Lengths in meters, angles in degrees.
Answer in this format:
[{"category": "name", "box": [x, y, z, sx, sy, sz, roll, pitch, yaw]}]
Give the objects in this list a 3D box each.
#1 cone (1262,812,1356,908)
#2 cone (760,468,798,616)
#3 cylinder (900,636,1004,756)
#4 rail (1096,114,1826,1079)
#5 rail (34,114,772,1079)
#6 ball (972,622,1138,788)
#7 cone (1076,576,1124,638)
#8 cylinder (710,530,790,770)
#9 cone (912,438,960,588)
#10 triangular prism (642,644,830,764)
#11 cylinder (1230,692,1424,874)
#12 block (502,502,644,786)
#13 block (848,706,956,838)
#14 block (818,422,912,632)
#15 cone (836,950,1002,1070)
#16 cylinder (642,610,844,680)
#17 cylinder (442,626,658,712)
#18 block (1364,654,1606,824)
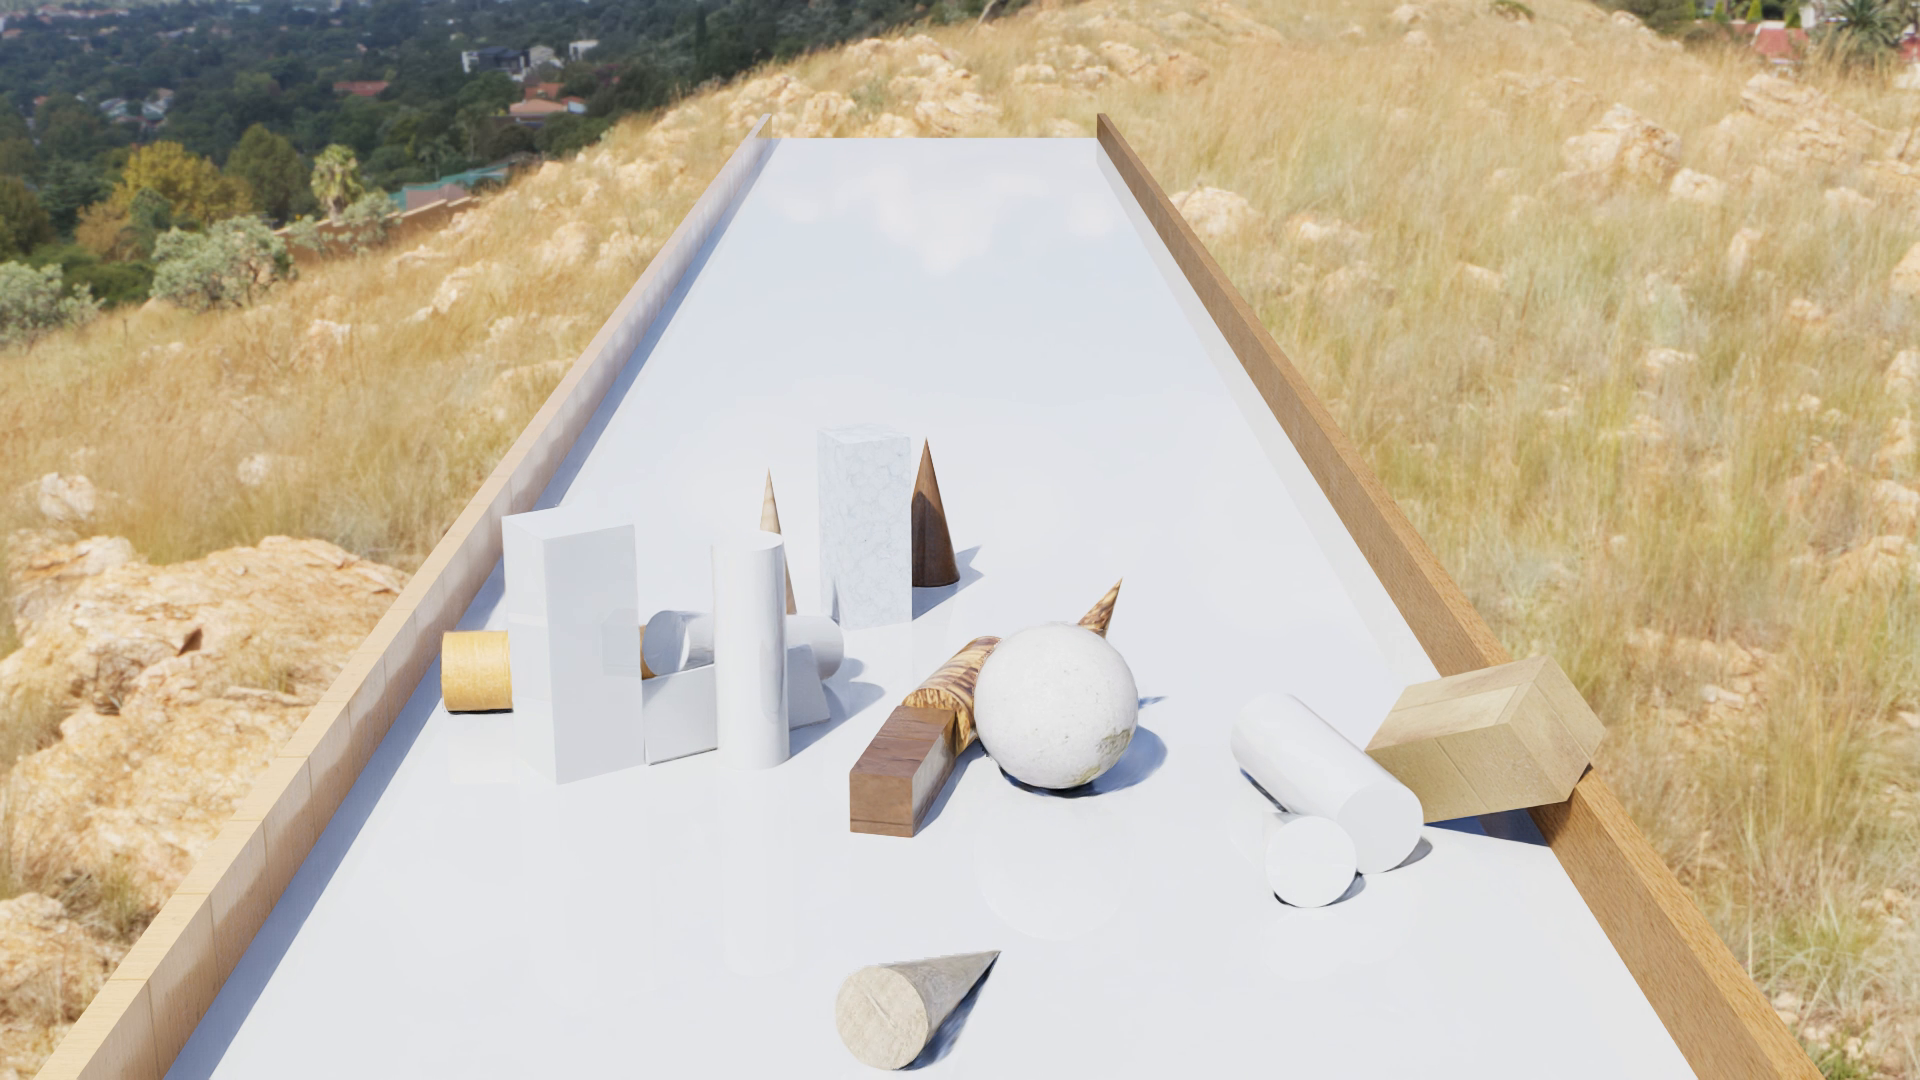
[{"category": "cone", "box": [0.520, 0.472, 3.516, 0.141, 0.141, 0.359, -1, 5, -4]}, {"category": "cone", "box": [-0.375, 0.046, 4.367, 0.131, 0.401, 0.131, 0, 17, 0]}, {"category": "cylinder", "box": [0.007, 0.287, 4.018, 0.139, 0.139, 0.301, 6, 18, 20]}, {"category": "rail", "box": [0.932, -0.844, 7.801, 0.050, 0.150, 12.000, 0, 17, -1]}, {"category": "rail", "box": [-1.118, -0.838, 7.780, 0.050, 0.150, 12.000, 0, 17, -1]}, {"category": "ball", "box": [0.164, 0.284, 3.773, 0.284, 0.284, 0.284, 0, 17, 0]}, {"category": "cone", "box": [0.224, 0.188, 3.968, 0.145, 0.327, 0.145, 20, 31, -13]}, {"category": "cylinder", "box": [-0.368, 0.194, 3.868, 0.128, 0.403, 0.128, 0, 17, 0]}, {"category": "cone", "box": [-0.074, -0.073, 4.898, 0.152, 0.327, 0.152, 0, 17, 0]}, {"category": "triangular prism", "box": [-0.437, 0.286, 4.023, 0.375, 0.129, 0.149, -11, 21, -34]}, {"category": "cylinder", "box": [0.598, 0.394, 3.629, 0.156, 0.156, 0.412, -5, 17, -15]}, {"category": "block", "box": [-0.676, 0.178, 3.850, 0.170, 0.443, 0.170, -11, 20, -33]}, {"category": "block", "box": [-0.094, 0.389, 3.733, 0.106, 0.106, 0.314, 4, 17, 12]}, {"category": "block", "box": [-0.200, -0.030, 4.621, 0.147, 0.403, 0.147, -8, 18, -25]}, {"category": "cone", "box": [-0.021, 0.613, 3.048, 0.137, 0.137, 0.372, 8, 8, 26]}, {"category": "cylinder", "box": [-0.403, 0.201, 4.147, 0.125, 0.125, 0.410, 14, 6, 40]}, {"category": "cylinder", "box": [-0.767, 0.241, 4.155, 0.398, 0.150, 0.150, -2, 17, -6]}, {"category": "block", "box": [0.844, 0.324, 3.545, 0.308, 0.164, 0.164, -21, 22, 52]}]
